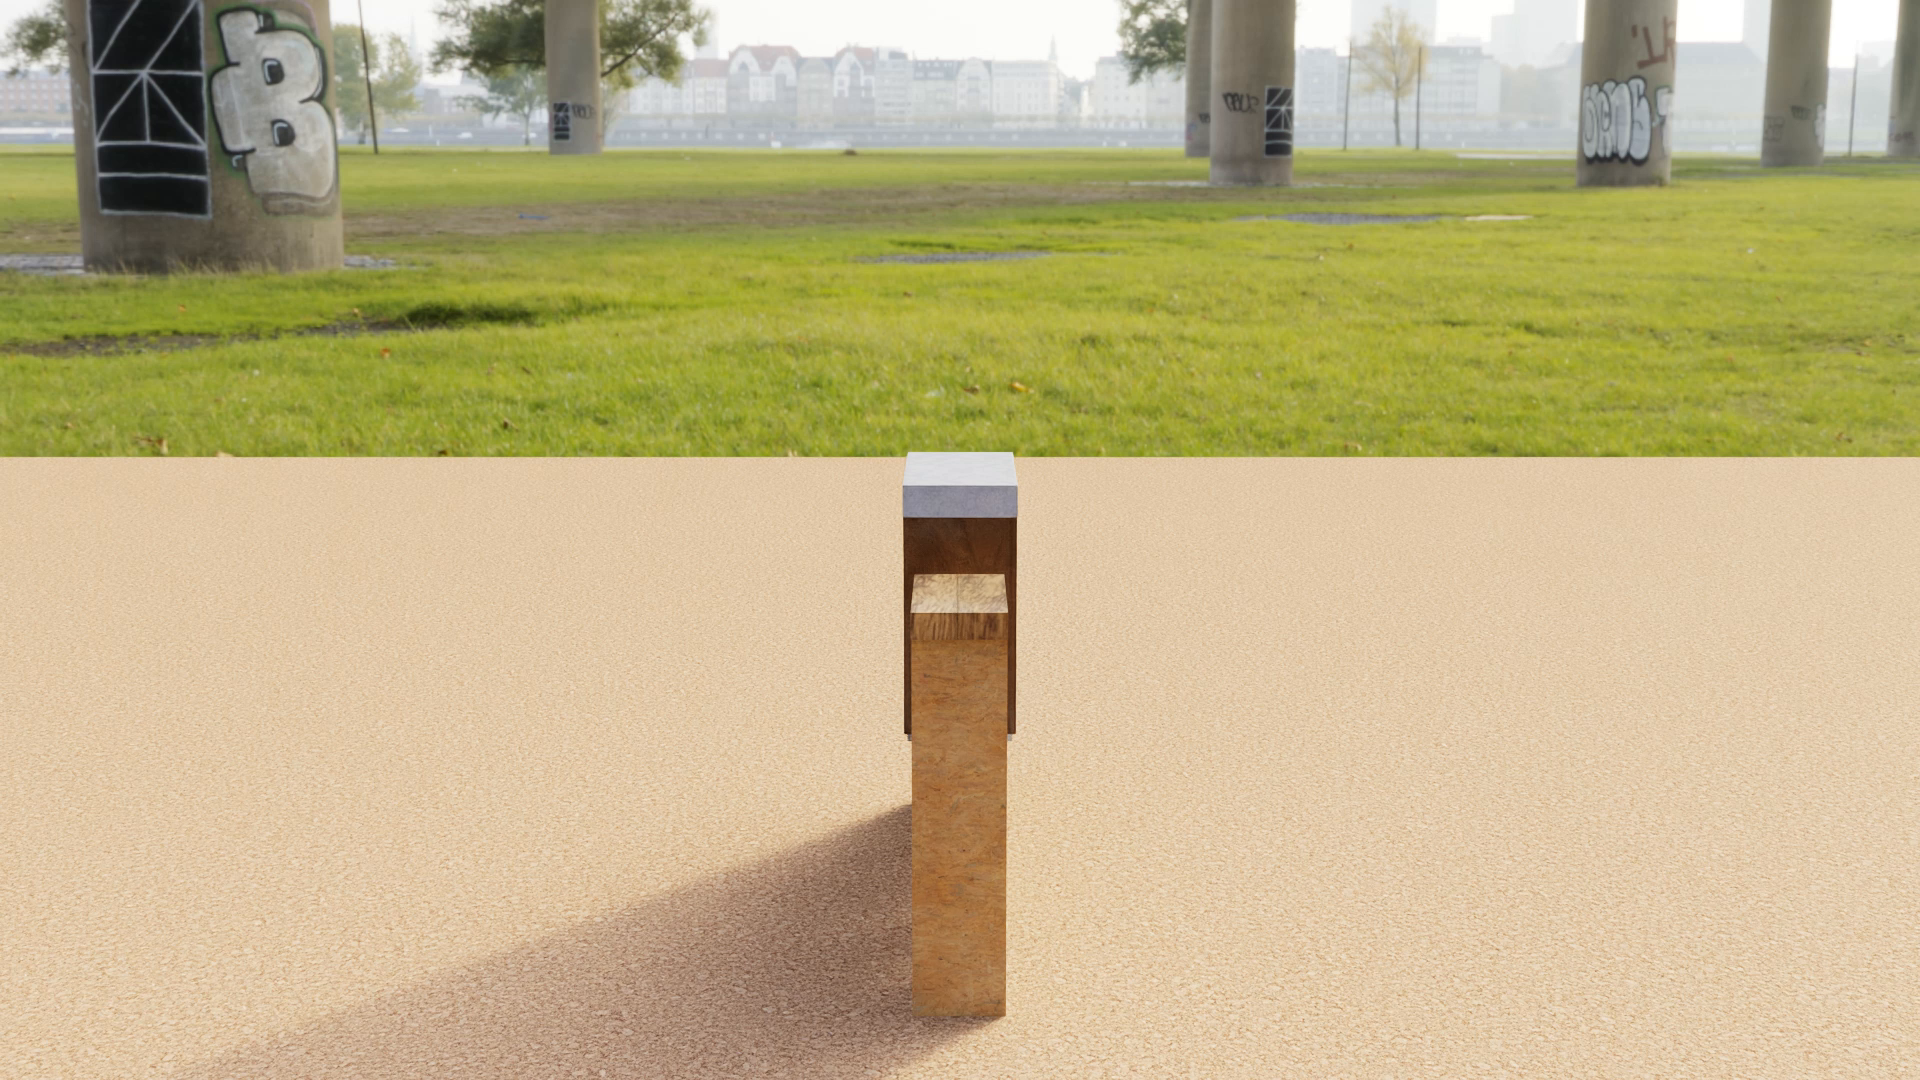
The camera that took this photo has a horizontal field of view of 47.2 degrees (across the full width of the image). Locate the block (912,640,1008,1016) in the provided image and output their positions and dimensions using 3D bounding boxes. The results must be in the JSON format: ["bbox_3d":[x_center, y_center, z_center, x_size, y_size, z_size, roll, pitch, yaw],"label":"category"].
[{"bbox_3d":[-0.001,0.405,3.128,0.134,0.561,0.038,0,11,0],"label":"block"}]

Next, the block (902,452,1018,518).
[{"bbox_3d":[0.000,-0.092,3.556,0.177,0.050,0.355,0,11,0],"label":"block"}]

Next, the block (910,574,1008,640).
[{"bbox_3d":[-0.001,0.094,3.161,0.134,0.038,0.268,0,11,0],"label":"block"}]

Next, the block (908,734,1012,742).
[{"bbox_3d":[-0.001,0.124,3.716,0.177,0.433,0.050,0,11,0],"label":"block"}]

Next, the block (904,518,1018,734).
[{"bbox_3d":[0.000,0.129,3.477,0.177,0.355,0.050,0,11,0],"label":"block"}]

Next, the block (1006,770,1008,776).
[{"bbox_3d":[0.001,0.215,4.094,0.174,0.582,0.049,0,11,0],"label":"block"}]
